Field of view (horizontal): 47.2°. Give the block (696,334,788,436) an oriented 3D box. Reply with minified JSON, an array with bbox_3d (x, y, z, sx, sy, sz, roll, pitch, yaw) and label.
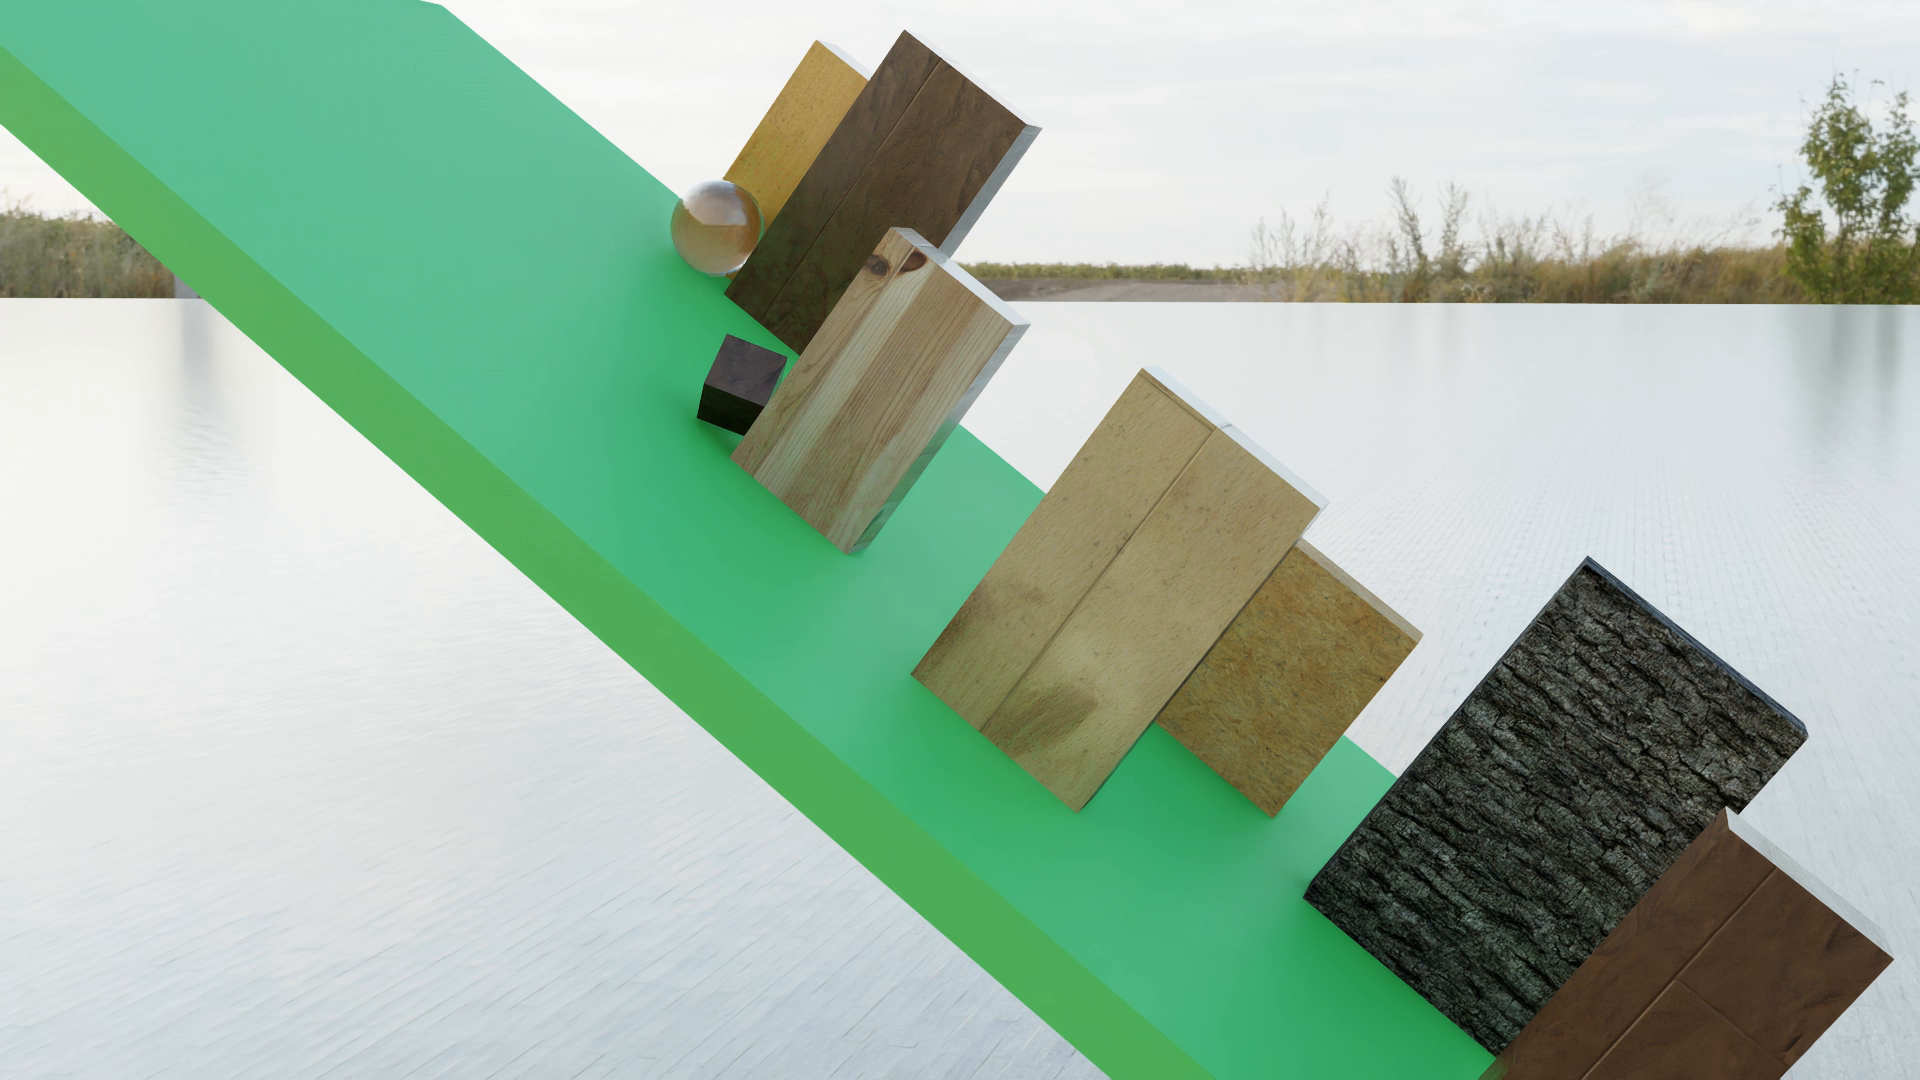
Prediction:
[{"bbox_3d":[-0.387,-0.270,3.900,0.115,0.115,0.115,21,-31,-2],"label":"block"}]

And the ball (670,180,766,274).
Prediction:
[{"bbox_3d":[-0.521,-0.673,4.732,0.203,0.203,0.203,0,7,0],"label":"ball"}]

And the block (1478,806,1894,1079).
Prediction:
[{"bbox_3d":[0.886,0.701,2.905,0.251,0.690,0.126,39,16,9],"label":"block"}]

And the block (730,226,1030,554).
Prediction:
[{"bbox_3d":[-0.140,-0.258,3.811,0.272,0.498,0.111,39,16,9],"label":"block"}]

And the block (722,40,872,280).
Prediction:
[{"bbox_3d":[-0.307,-0.767,4.841,0.364,0.535,0.128,39,16,9],"label":"block"}]

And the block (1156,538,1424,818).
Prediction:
[{"bbox_3d":[0.590,0.241,4.077,0.329,0.426,0.109,39,16,9],"label":"block"}]

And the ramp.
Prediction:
[{"bbox_3d":[-0.050,0.109,4.063,4.000,0.100,2.000,39,16,9],"label":"ramp"}]

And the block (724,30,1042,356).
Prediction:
[{"bbox_3d":[-0.167,-0.696,4.665,0.330,0.682,0.130,39,16,9],"label":"block"}]

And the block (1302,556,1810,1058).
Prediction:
[{"bbox_3d":[0.992,0.459,3.712,0.442,0.749,0.119,39,16,9],"label":"block"}]

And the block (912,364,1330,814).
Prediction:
[{"bbox_3d":[0.246,0.078,3.455,0.345,0.619,0.109,39,16,9],"label":"block"}]
